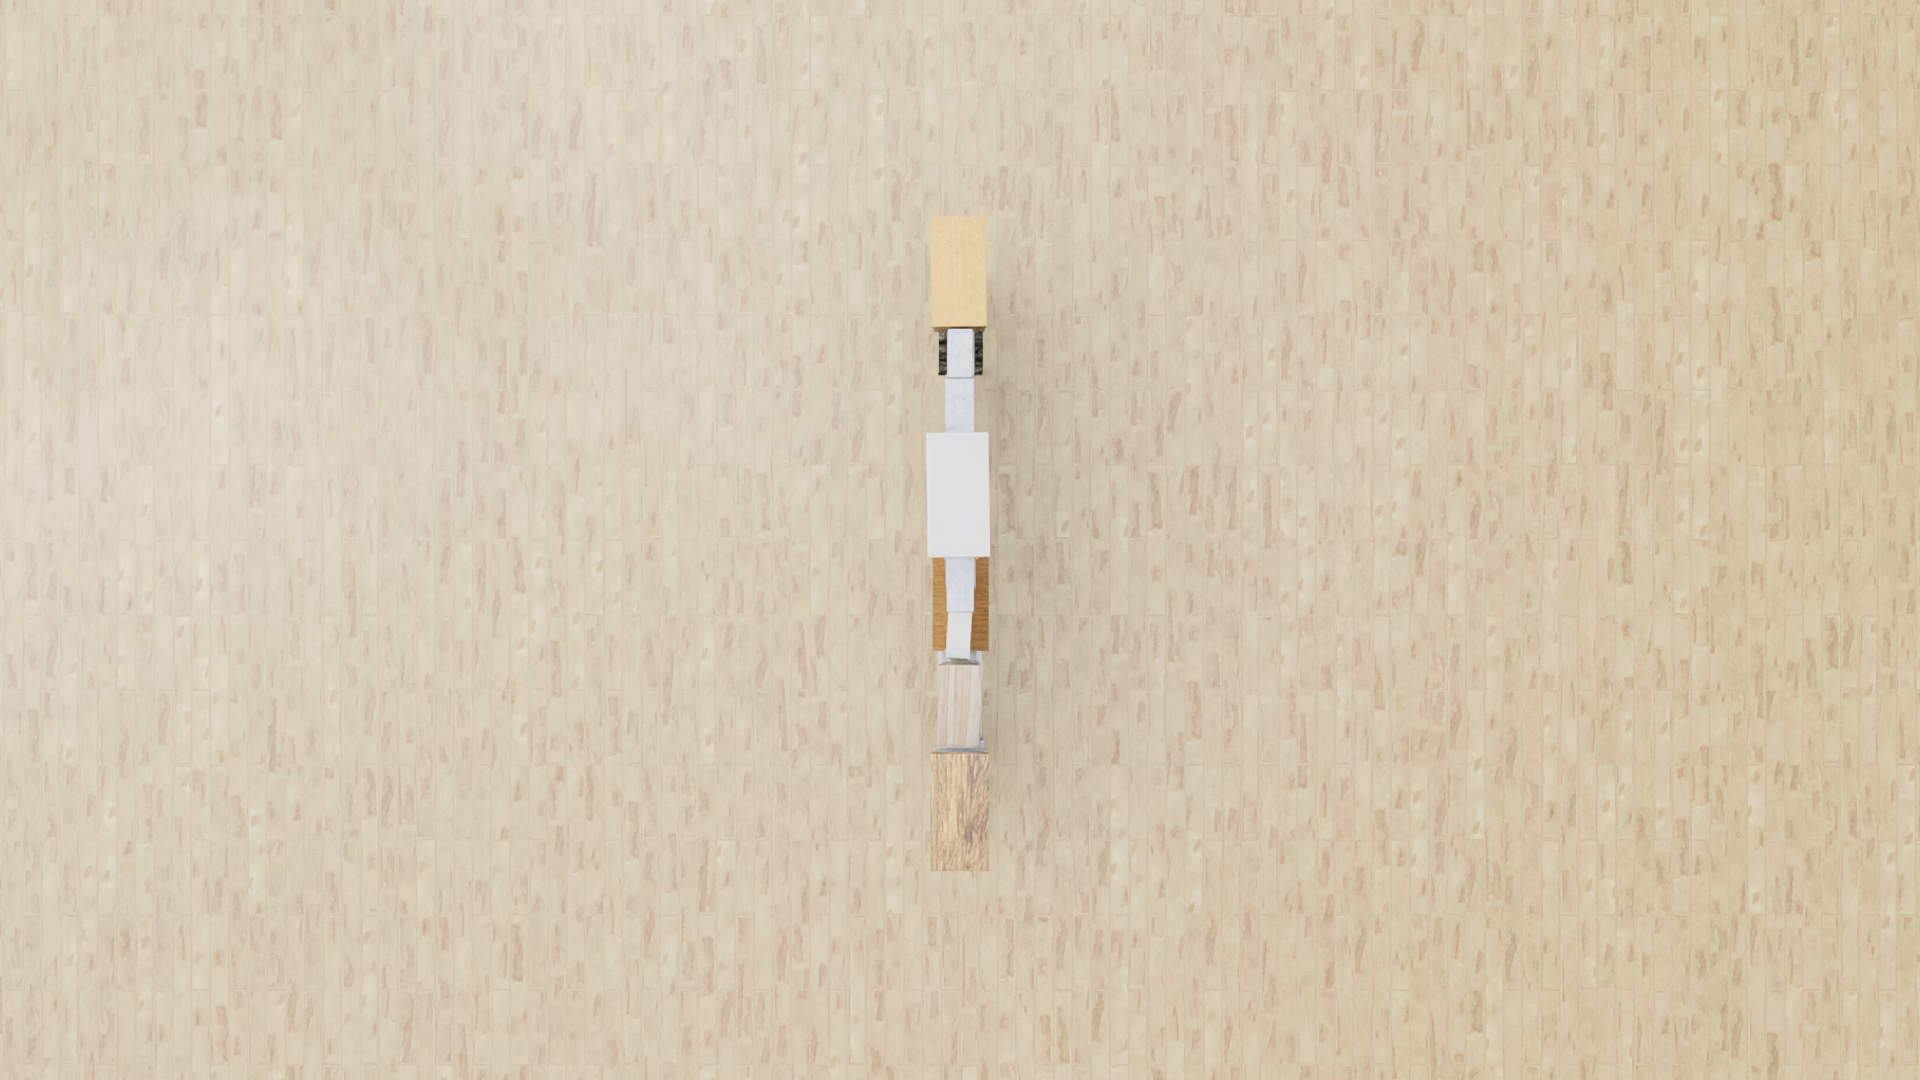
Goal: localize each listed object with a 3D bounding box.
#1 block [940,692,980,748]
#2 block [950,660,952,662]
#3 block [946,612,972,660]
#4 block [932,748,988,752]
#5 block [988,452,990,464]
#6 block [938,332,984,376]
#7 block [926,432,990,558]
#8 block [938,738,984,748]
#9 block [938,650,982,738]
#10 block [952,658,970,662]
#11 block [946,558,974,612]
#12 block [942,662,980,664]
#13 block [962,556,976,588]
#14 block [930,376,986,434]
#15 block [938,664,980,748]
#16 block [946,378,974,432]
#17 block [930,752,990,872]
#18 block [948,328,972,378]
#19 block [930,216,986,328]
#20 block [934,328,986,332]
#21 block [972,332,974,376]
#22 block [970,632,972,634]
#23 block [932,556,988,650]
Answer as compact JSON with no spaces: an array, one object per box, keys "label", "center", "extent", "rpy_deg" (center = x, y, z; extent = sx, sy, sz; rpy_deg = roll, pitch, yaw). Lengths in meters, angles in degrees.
[{"label":"block","center":[-0.001,0.530,4.907],"extent":[0.122,0.035,0.244],"rpy_deg":[0,90,0]},{"label":"block","center":[0.000,0.386,5.086],"extent":[0.058,0.200,0.016],"rpy_deg":[0,90,0]},{"label":"block","center":[-0.003,0.276,4.798],"extent":[0.068,0.019,0.137],"rpy_deg":[3,87,0]},{"label":"block","center":[0.000,0.640,4.729],"extent":[0.161,0.322,0.046],"rpy_deg":[0,90,0]},{"label":"block","center":[-0.004,-0.232,4.644],"extent":[0.167,0.334,0.047],"rpy_deg":[-1,90,0]},{"label":"block","center":[0.003,-0.647,5.202],"extent":[0.139,0.039,0.278],"rpy_deg":[0,90,0]},{"label":"block","center":[-0.005,-0.121,4.453],"extent":[0.167,0.047,0.334],"rpy_deg":[-1,90,0]},{"label":"block","center":[0.002,0.773,5.189],"extent":[0.145,0.041,0.291],"rpy_deg":[0,90,0]},{"label":"block","center":[0.000,0.485,5.206],"extent":[0.137,0.039,0.274],"rpy_deg":[0,90,0]},{"label":"block","center":[0.002,0.345,4.977],"extent":[0.058,0.016,0.116],"rpy_deg":[-3,91,1]},{"label":"block","center":[0.001,0.128,4.738],"extent":[0.077,0.022,0.154],"rpy_deg":[0,91,0]},{"label":"block","center":[-0.001,0.387,4.814],"extent":[0.115,0.310,0.033],"rpy_deg":[1,91,1]},{"label":"block","center":[0.001,0.057,4.916],"extent":[0.087,0.025,0.174],"rpy_deg":[0,90,0]},{"label":"block","center":[-0.004,-0.320,4.834],"extent":[0.160,0.045,0.320],"rpy_deg":[0,90,0]},{"label":"block","center":[-0.005,0.466,4.643],"extent":[0.115,0.033,0.230],"rpy_deg":[1,90,0]},{"label":"block","center":[-0.001,-0.372,4.639],"extent":[0.081,0.023,0.161],"rpy_deg":[0,90,0]},{"label":"block","center":[0.000,0.748,4.545],"extent":[0.161,0.046,0.322],"rpy_deg":[0,90,0]},{"label":"block","center":[0.000,-0.528,4.666],"extent":[0.068,0.019,0.136],"rpy_deg":[1,90,0]},{"label":"block","center":[-0.003,-0.756,4.660],"extent":[0.155,0.044,0.310],"rpy_deg":[-1,90,0]},{"label":"block","center":[-0.002,-0.652,4.837],"extent":[0.155,0.310,0.044],"rpy_deg":[0,90,0]},{"label":"block","center":[0.003,-0.569,5.003],"extent":[0.084,0.024,0.167],"rpy_deg":[0,90,0]},{"label":"block","center":[0.000,0.215,4.957],"extent":[0.068,0.019,0.136],"rpy_deg":[0,90,0]},{"label":"block","center":[0.002,0.169,5.127],"extent":[0.174,0.049,0.348],"rpy_deg":[0,90,0]}]
